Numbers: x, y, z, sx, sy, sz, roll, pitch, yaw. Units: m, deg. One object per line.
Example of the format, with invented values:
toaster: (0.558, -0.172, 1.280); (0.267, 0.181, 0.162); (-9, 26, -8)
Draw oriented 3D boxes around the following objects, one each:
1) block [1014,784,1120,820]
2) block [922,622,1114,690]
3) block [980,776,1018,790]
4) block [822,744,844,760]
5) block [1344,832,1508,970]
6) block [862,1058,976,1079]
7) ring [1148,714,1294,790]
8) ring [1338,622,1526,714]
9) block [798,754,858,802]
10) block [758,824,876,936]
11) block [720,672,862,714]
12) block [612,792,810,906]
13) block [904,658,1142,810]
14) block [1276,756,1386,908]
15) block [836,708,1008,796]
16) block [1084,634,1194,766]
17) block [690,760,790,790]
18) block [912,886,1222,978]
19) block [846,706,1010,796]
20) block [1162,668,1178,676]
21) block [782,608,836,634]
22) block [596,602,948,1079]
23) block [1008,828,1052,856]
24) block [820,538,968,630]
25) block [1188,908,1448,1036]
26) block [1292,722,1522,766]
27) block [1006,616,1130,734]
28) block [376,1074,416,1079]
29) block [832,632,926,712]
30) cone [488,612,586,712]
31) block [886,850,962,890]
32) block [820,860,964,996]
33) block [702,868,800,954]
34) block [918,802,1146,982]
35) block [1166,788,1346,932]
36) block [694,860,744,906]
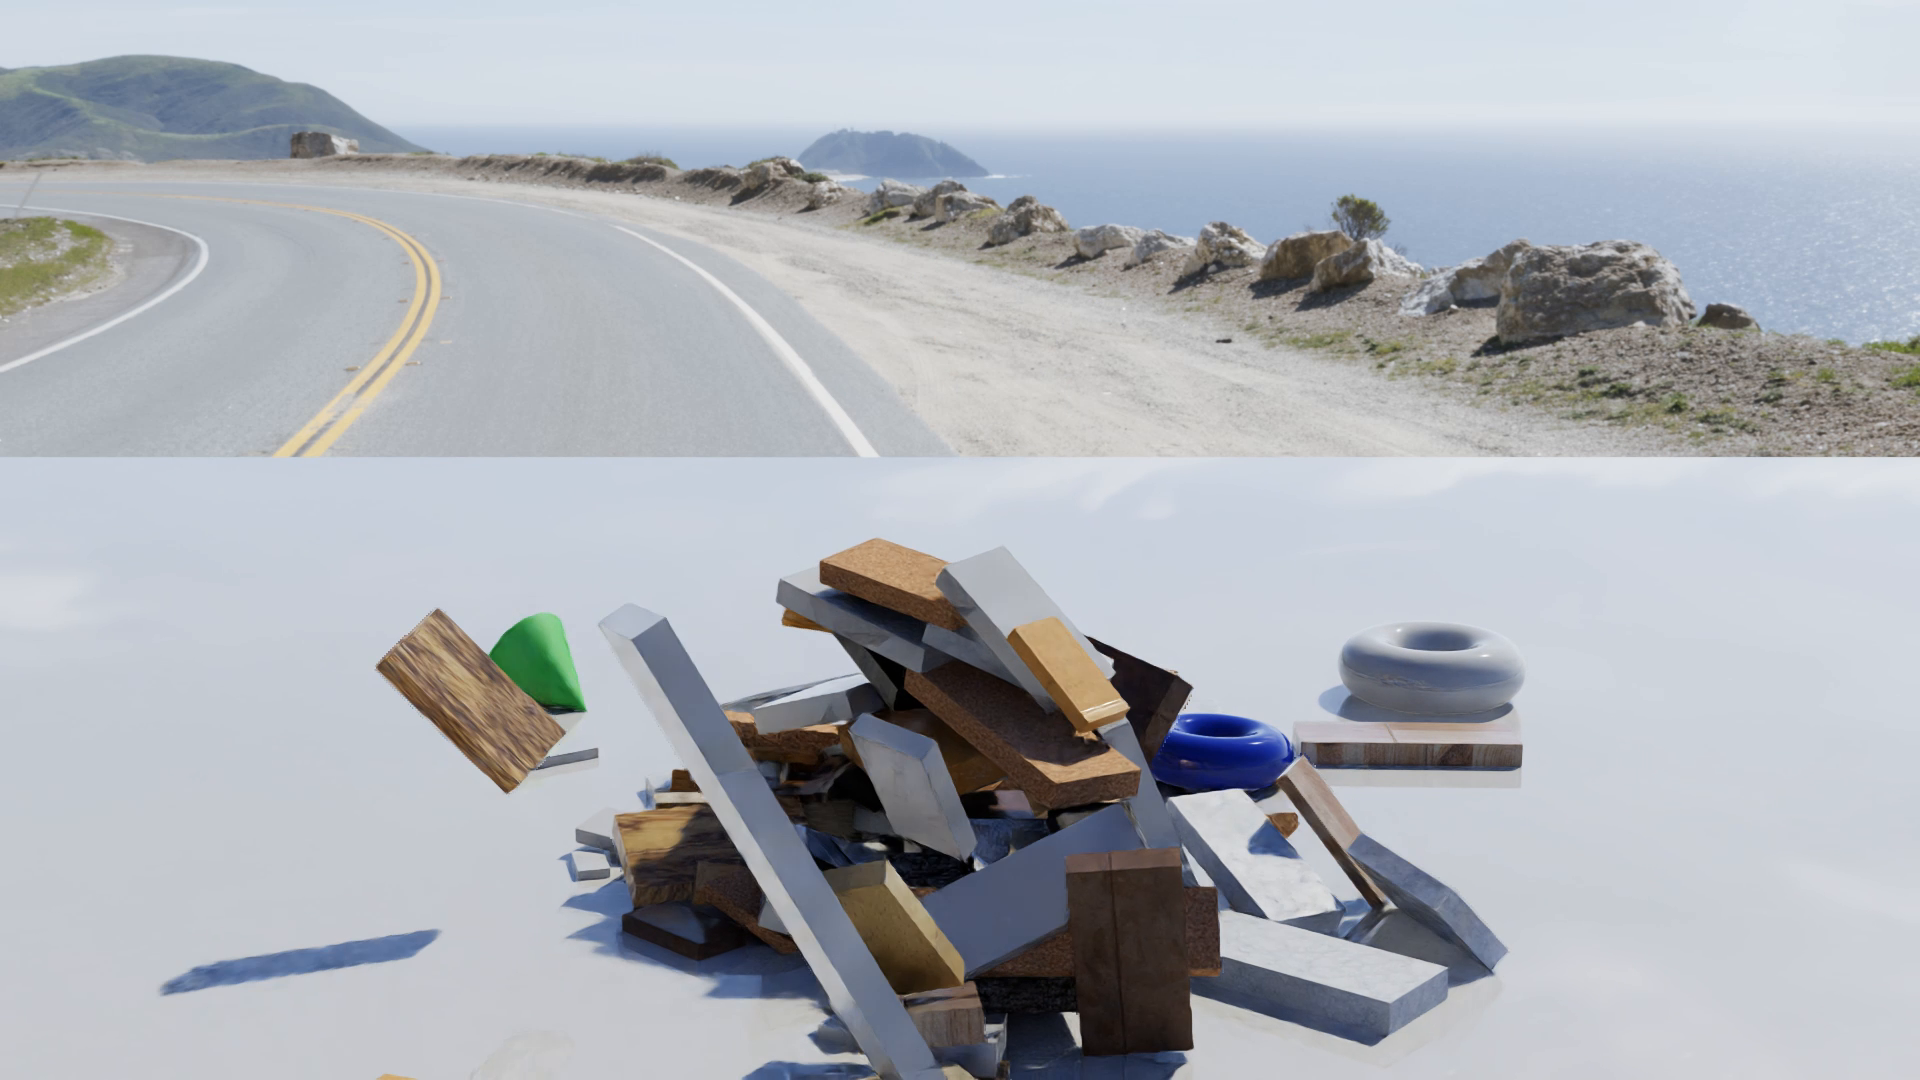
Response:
block: (0.189, 0.453, 3.899); (0.184, 0.184, 0.184); (-10, 15, -43)
block: (0.097, 0.183, 3.634); (0.291, 0.041, 0.145); (24, 27, 11)
block: (0.022, 0.395, 3.802); (0.100, 0.028, 0.200); (-40, 33, -26)
block: (-0.156, 0.403, 3.901); (0.111, 0.031, 0.222); (-19, 20, -17)
block: (0.727, 0.563, 3.446); (0.041, 0.145, 0.291); (-45, 20, -5)
block: (-0.077, 0.655, 2.574); (0.191, 0.027, 0.095); (-7, 10, -24)
ring: (0.497, 0.415, 4.316); (0.313, 0.104, 0.313); (2, 8, 0)
ring: (1.059, 0.284, 4.941); (0.417, 0.139, 0.417); (-1, 12, 0)
block: (-0.228, 0.416, 3.848); (0.061, 0.017, 0.122); (-6, 26, 31)
block: (-0.226, 0.554, 3.526); (0.174, 0.049, 0.348); (19, 11, -6)
block: (-0.284, 0.318, 4.533); (0.559, 0.048, 0.168); (-14, 0, 43)
block: (-0.408, 0.520, 3.705); (0.321, 0.046, 0.161); (-4, 44, -22)
block: (0.092, 0.299, 3.511); (0.159, 0.045, 0.452); (-5, 23, -31)
block: (0.624, 0.481, 3.633); (0.023, 0.261, 0.081); (-39, -4, 35)
block: (-0.065, 0.347, 3.638); (0.176, 0.050, 0.353); (-21, 18, -16)
block: (0.249, 0.274, 3.876); (0.048, 0.168, 0.336); (34, -7, -36)
block: (-0.405, 0.416, 4.097); (0.161, 0.046, 0.322); (6, -1, -1)
block: (0.129, 0.545, 3.054); (0.458, 0.117, 0.033); (-1, -26, 2)
block: (-0.063, 0.350, 3.809); (0.176, 0.050, 0.446); (-20, 16, -12)
block: (0.406, 0.324, 5.028); (0.095, 0.027, 0.190); (8, 13, 37)
block: (-0.240, 0.131, 3.800); (0.122, 0.017, 0.061); (8, 37, 7)
block: (-0.203, 0.358, 2.455); (0.043, 0.647, 0.152); (-34, 17, -17)
block: (0.125, 0.497, 3.201); (0.117, 0.033, 0.235); (6, 21, 4)
block: (-0.079, 0.071, 3.683); (0.291, 0.041, 0.145); (18, 27, 35)
block: (0.510, 0.638, 3.273); (0.386, 0.049, 0.174); (9, 14, 39)
block: (0.908, 0.415, 4.486); (0.440, 0.046, 0.161); (0, 11, 2)
block: (0.170, 0.210, 3.459); (0.099, 0.028, 0.199); (-14, 56, -43)
block: (-0.734, 0.746, 2.716); (0.145, 0.041, 0.291); (4, 11, 20)
block: (-0.112, 0.182, 3.817); (0.159, 0.045, 0.318); (-5, 33, -29)
cone: (-0.896, 0.316, 4.867); (0.224, 0.224, 0.224); (37, 29, 27)
block: (-0.050, 0.518, 3.327); (0.099, 0.028, 0.199); (-2, 11, -10)
block: (-0.099, 0.489, 2.745); (0.123, 0.247, 0.035); (-13, 46, 19)
block: (-0.308, 0.586, 3.478); (0.190, 0.027, 0.095); (28, 25, 34)
block: (0.064, 0.509, 3.036); (0.418, 0.123, 0.035); (-25, -25, -9)
block: (0.472, 0.522, 3.561); (0.152, 0.043, 0.304); (-3, 35, -32)
block: (-0.337, 0.569, 3.587); (0.190, 0.027, 0.095); (8, 20, -7)
